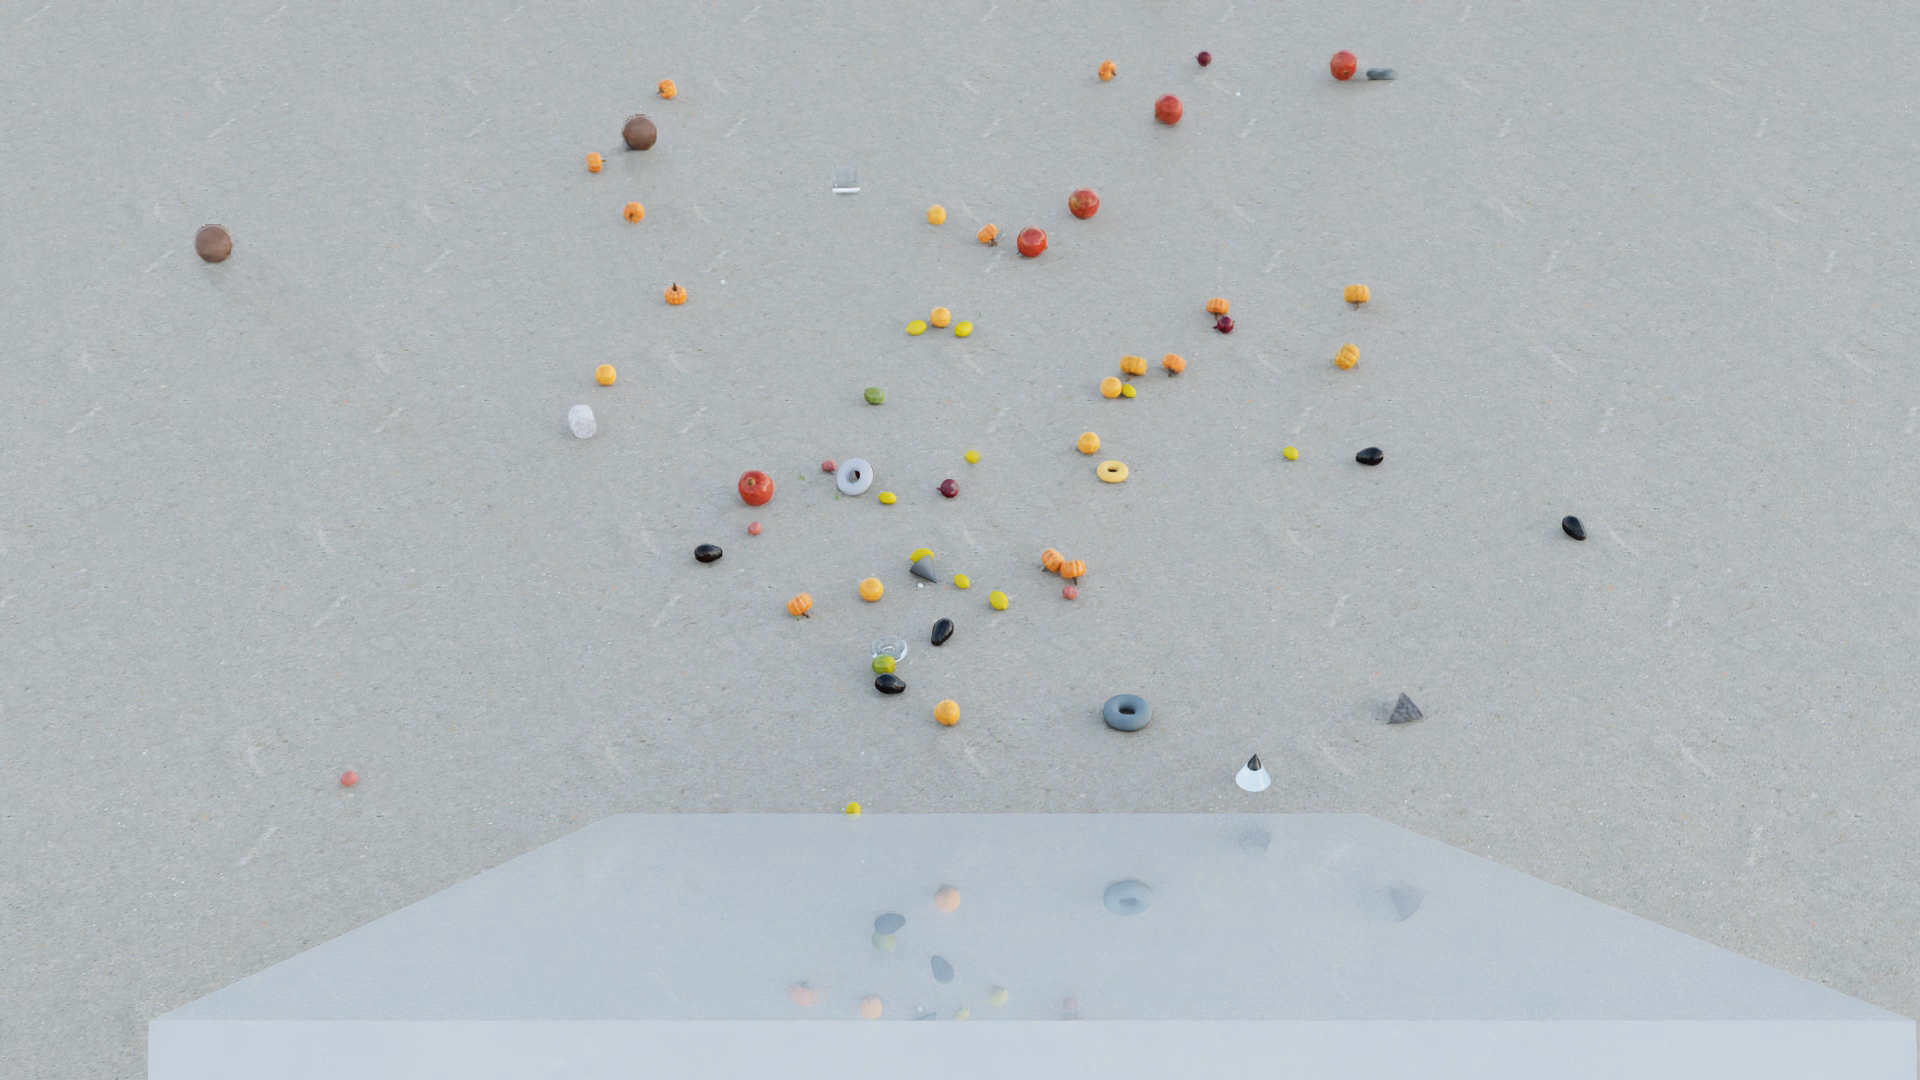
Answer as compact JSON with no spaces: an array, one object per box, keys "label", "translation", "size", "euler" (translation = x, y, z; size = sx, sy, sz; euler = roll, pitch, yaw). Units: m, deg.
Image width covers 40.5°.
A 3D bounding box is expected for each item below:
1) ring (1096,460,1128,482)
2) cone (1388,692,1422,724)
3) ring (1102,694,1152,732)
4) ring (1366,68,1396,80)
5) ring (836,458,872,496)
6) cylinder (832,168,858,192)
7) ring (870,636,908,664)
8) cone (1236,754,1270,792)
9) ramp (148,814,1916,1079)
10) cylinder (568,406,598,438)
[{"label":"ring","translation":[0.485,-0.218,8.286],"size":[0.101,0.034,0.101],"euler":[0,36,0]},{"label":"cone","translation":[1.240,0.492,7.346],"size":[0.092,0.092,0.092],"euler":[-38,46,-4]},{"label":"ring","translation":[0.472,0.488,7.348],"size":[0.139,0.046,0.139],"euler":[1,36,-1]},{"label":"ring","translation":[1.689,-1.870,10.428],"size":[0.115,0.038,0.115],"euler":[2,15,-1]},{"label":"ring","translation":[-0.332,-0.200,8.218],"size":[0.124,0.041,0.124],"euler":[-8,70,22]},{"label":"cylinder","translation":[-0.429,-1.344,9.716],"size":[0.093,0.093,0.093],"euler":[-2,37,-2]},{"label":"ring","translation":[-0.207,0.319,7.578],"size":[0.108,0.036,0.108],"euler":[-1,37,1]},{"label":"cone","translation":[0.806,0.621,7.131],"size":[0.097,0.097,0.097],"euler":[0,37,0]},{"label":"ramp","translation":[0.082,0.687,4.941],"size":[2.000,0.100,4.000],"euler":[0,-3,0]},{"label":"cylinder","translation":[-1.228,-0.386,8.468],"size":[0.080,0.080,0.080],"euler":[-14,29,-17]}]
